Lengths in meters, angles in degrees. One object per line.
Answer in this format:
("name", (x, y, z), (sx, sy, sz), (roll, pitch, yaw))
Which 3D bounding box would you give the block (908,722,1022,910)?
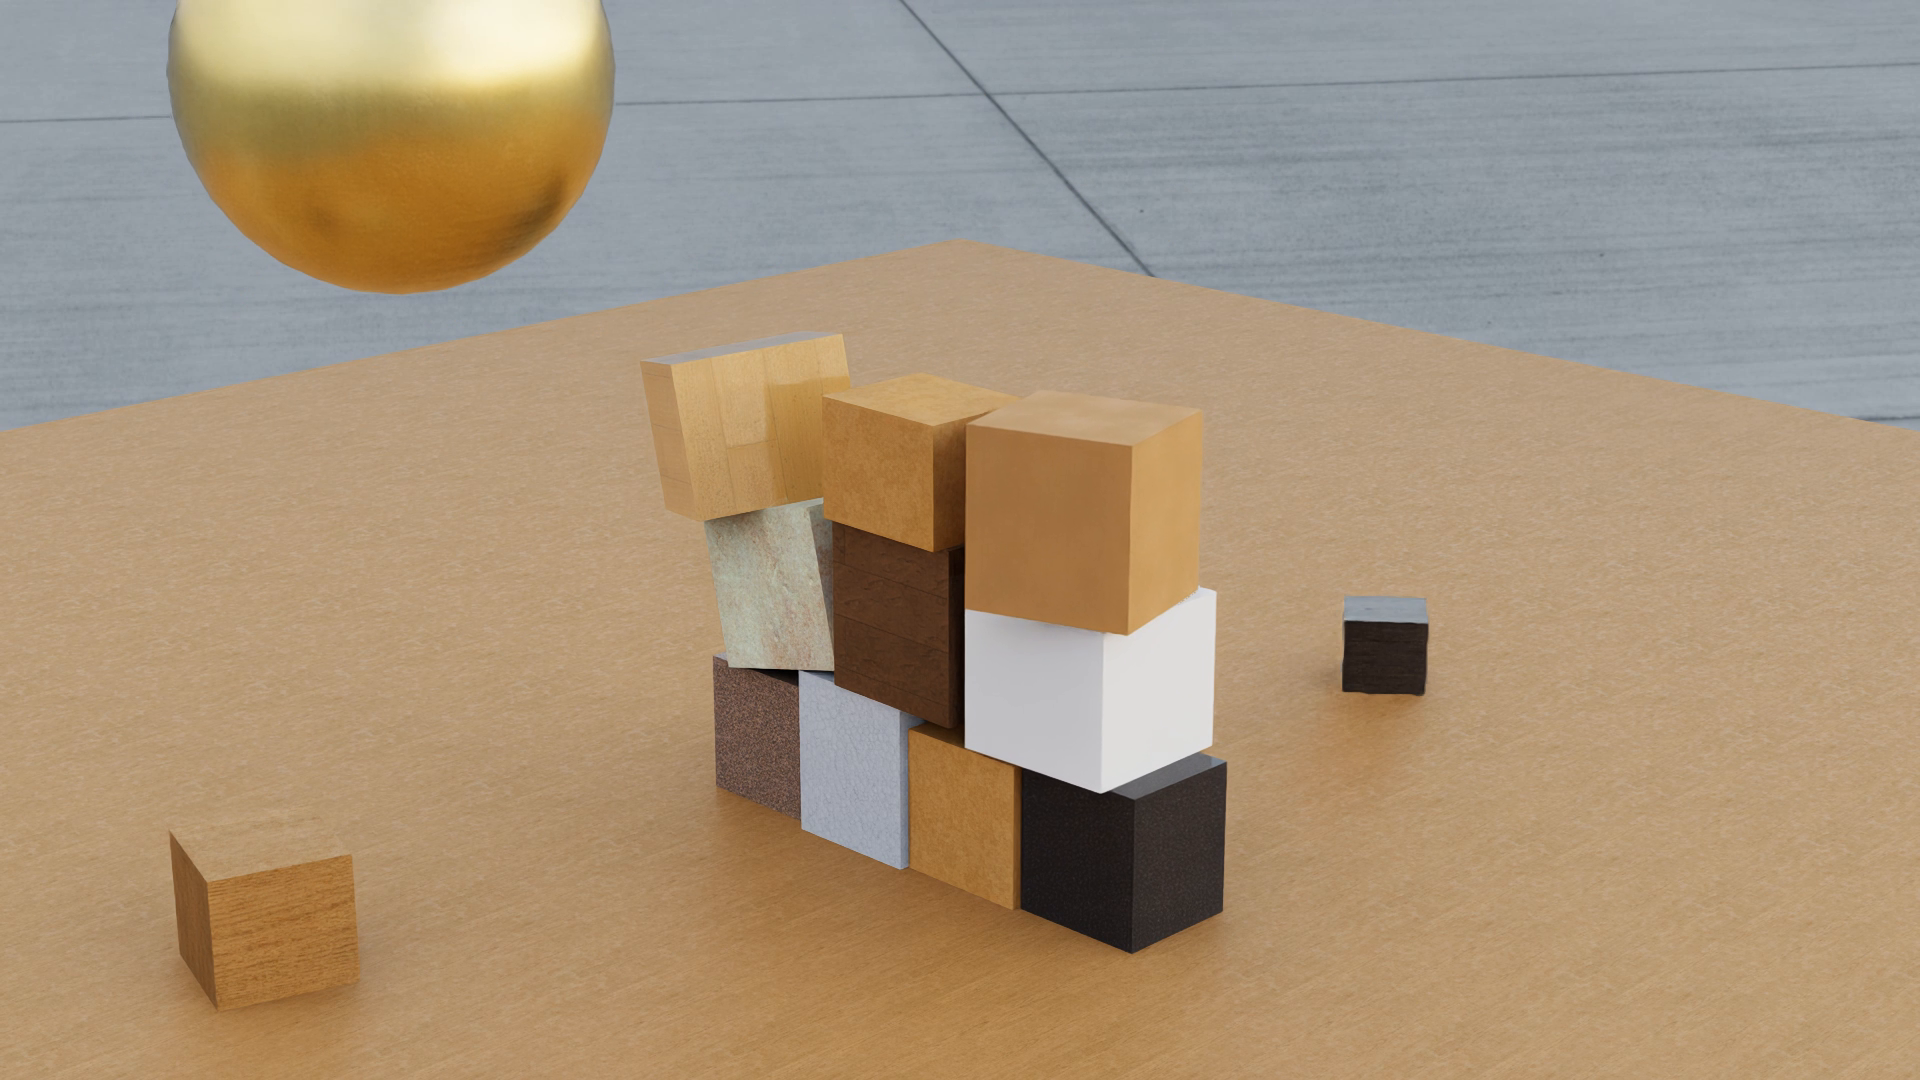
("block", (0.251, 1.180, 13.447), (0.666, 0.685, 0.708), (17, 24, 42))

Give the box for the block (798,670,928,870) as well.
("block", (-0.233, 0.980, 13.887), (0.679, 0.803, 0.798), (17, 24, 42))

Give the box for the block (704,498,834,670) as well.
("block", (-0.609, 0.144, 14.048), (0.829, 0.771, 0.791), (-16, 11, -42))

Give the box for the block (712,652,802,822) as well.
("block", (-0.706, 0.884, 14.389), (0.723, 0.685, 0.684), (-17, 24, -42))

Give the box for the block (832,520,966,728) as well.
("block", (-0.028, 0.278, 13.405), (0.792, 0.825, 0.769), (-16, 23, -41))

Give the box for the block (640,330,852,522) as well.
("block", (-0.992, -0.557, 13.997), (0.825, 0.737, 0.771), (-12, 8, -16))

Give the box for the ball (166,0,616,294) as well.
("ball", (-2.055, -1.695, 10.655), (1.600, 1.600, 1.600), (0, 17, 0))

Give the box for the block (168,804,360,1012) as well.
("block", (-2.953, 1.548, 12.446), (0.607, 0.583, 0.629), (-9, 20, -27))

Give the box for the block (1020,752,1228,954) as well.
("block", (0.722, 1.310, 12.977), (0.659, 0.718, 0.613), (16, 24, 42))

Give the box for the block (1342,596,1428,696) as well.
("block", (2.294, 0.566, 15.864), (0.440, 0.407, 0.429), (2, 18, 6))

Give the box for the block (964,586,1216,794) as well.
("block", (0.572, 0.573, 12.918), (0.788, 0.723, 0.767), (15, 23, 40))

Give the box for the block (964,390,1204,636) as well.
("block", (0.533, -0.133, 12.575), (0.767, 0.816, 0.731), (9, 18, 27))

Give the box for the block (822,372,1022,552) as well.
("block", (-0.148, -0.359, 13.107), (0.610, 0.568, 0.716), (-16, 24, -42))
